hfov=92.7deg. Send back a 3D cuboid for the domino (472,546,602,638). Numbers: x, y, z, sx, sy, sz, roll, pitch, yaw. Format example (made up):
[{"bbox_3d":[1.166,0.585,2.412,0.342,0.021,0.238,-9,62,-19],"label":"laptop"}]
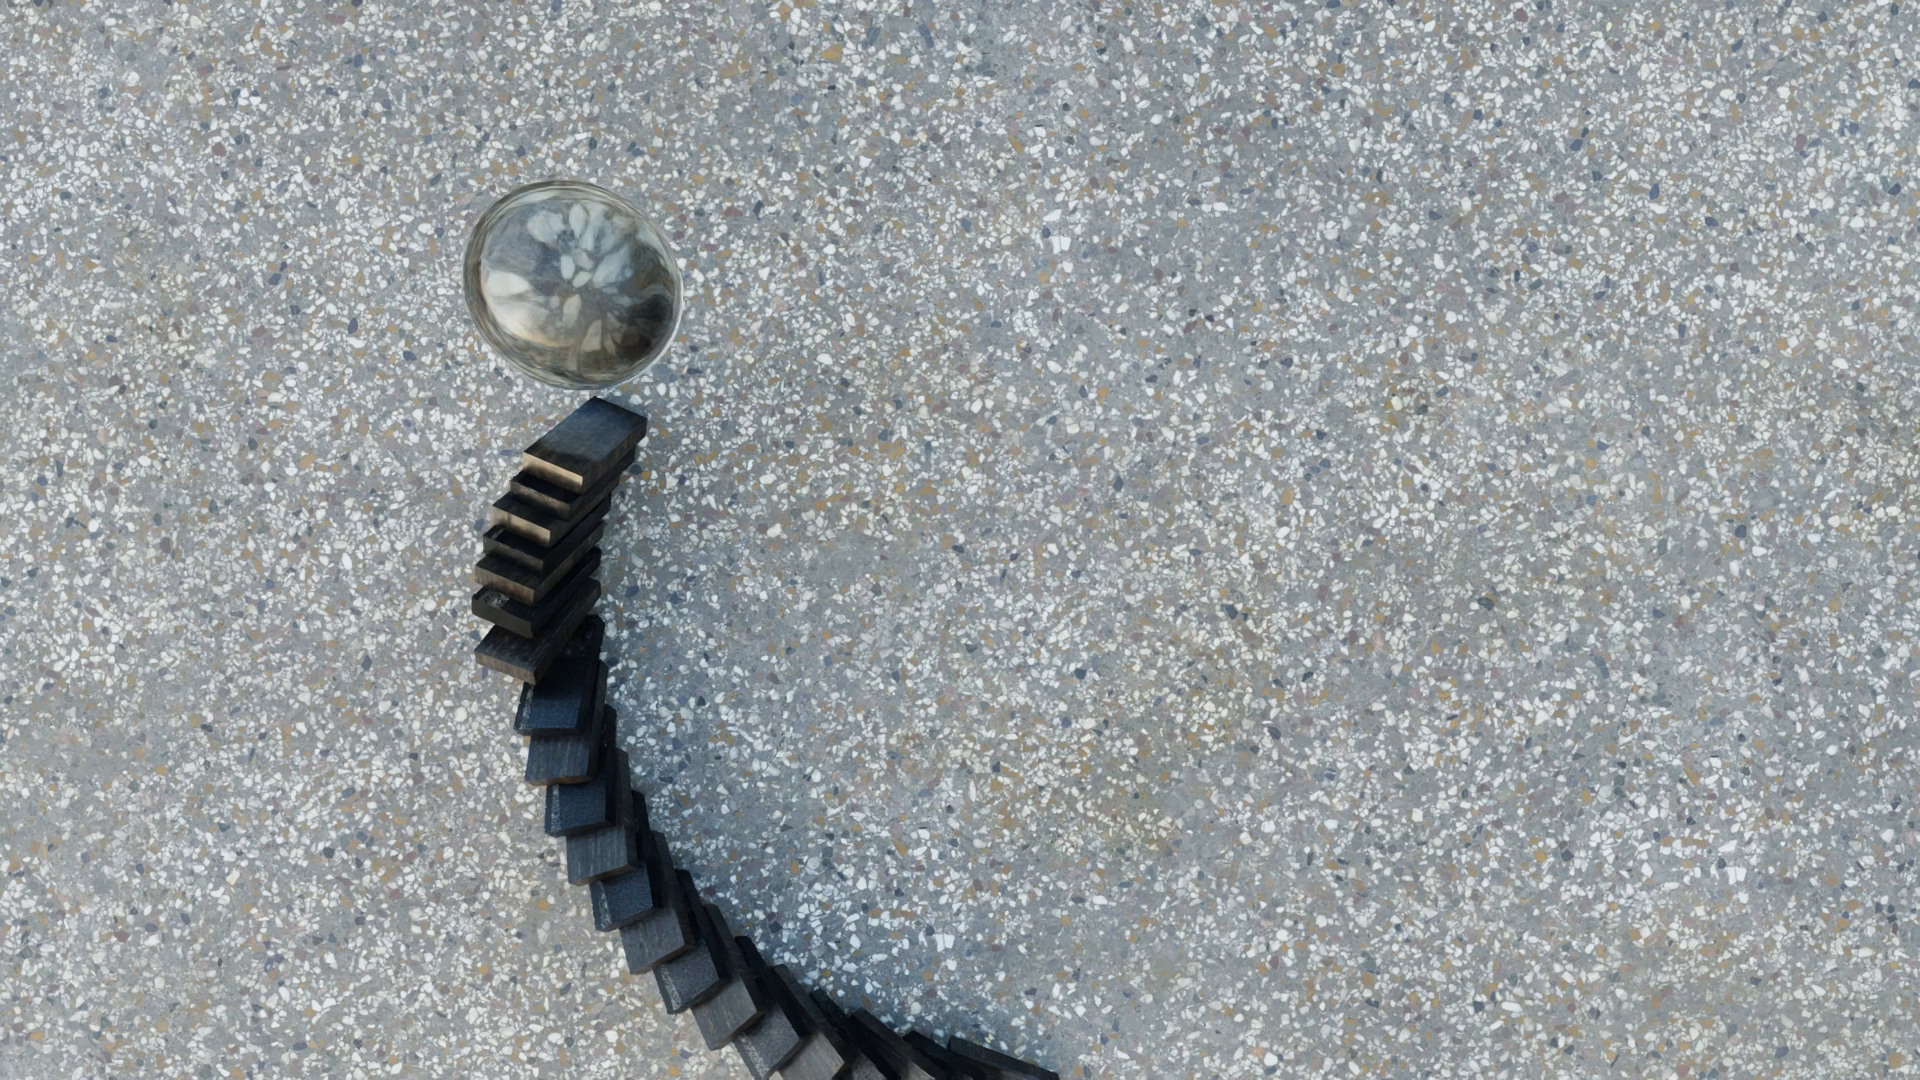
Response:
[{"bbox_3d":[-0.173,0.017,0.377,0.025,0.050,0.009,23,127,0],"label":"domino"}]

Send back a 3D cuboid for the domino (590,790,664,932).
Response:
[{"bbox_3d":[-0.142,0.134,0.384,0.025,0.009,0.050,-23,61,0],"label":"domino"}]

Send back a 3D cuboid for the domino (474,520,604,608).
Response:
[{"bbox_3d":[-0.172,0.004,0.377,0.025,0.050,0.009,23,127,0],"label":"domino"}]

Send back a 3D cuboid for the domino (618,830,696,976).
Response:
[{"bbox_3d":[-0.131,0.151,0.384,0.025,0.010,0.050,-29,61,0],"label":"domino"}]

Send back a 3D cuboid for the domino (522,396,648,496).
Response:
[{"bbox_3d":[-0.153,-0.040,0.377,0.025,0.050,0.009,23,127,0],"label":"domino"}]

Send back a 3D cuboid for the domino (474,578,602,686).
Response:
[{"bbox_3d":[-0.174,0.034,0.379,0.025,0.009,0.050,20,47,0],"label":"domino"}]

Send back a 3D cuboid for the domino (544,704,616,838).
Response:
[{"bbox_3d":[-0.158,0.096,0.384,0.025,0.009,0.050,-12,61,0],"label":"domino"}]

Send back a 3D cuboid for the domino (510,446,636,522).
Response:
[{"bbox_3d":[-0.158,-0.029,0.377,0.025,0.050,0.009,23,127,0],"label":"domino"}]

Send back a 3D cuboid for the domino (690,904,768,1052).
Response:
[{"bbox_3d":[-0.103,0.182,0.384,0.025,0.009,0.050,-40,61,0],"label":"domino"}]

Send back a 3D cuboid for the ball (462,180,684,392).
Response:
[{"bbox_3d":[-0.150,-0.099,0.360,0.080,0.080,0.080,0,90,0],"label":"ball"}]

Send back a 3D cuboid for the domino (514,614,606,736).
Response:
[{"bbox_3d":[-0.167,0.056,0.383,0.025,0.009,0.050,-1,60,0],"label":"domino"}]

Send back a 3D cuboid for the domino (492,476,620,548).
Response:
[{"bbox_3d":[-0.165,-0.019,0.377,0.025,0.050,0.009,24,127,1],"label":"domino"}]

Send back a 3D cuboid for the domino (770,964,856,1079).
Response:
[{"bbox_3d":[-0.069,0.207,0.384,0.050,0.010,0.025,39,90,29],"label":"domino"}]

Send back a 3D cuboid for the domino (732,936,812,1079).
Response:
[{"bbox_3d":[-0.087,0.195,0.384,0.025,0.010,0.050,-46,61,0],"label":"domino"}]

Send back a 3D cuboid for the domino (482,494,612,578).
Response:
[{"bbox_3d":[-0.169,-0.007,0.377,0.025,0.050,0.009,23,127,0],"label":"domino"}]

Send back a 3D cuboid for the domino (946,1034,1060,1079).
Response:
[{"bbox_3d":[0.015,0.236,0.395,0.050,0.009,0.025,20,90,0],"label":"domino"}]

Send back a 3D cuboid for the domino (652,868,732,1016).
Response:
[{"bbox_3d":[-0.118,0.167,0.384,0.025,0.010,0.050,-35,61,0],"label":"domino"}]

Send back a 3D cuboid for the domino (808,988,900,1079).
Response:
[{"bbox_3d":[-0.051,0.217,0.384,0.050,0.010,0.025,34,90,29],"label":"domino"}]

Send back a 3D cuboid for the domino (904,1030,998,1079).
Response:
[{"bbox_3d":[-0.004,0.231,0.383,0.050,0.010,0.025,17,89,26],"label":"domino"}]

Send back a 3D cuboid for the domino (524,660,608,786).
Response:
[{"bbox_3d":[-0.164,0.076,0.384,0.025,0.010,0.050,-5,60,0],"label":"domino"}]

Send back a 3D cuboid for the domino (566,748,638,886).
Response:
[{"bbox_3d":[-0.151,0.115,0.384,0.025,0.009,0.050,-17,61,0],"label":"domino"}]

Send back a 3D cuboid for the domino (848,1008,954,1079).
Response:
[{"bbox_3d":[-0.030,0.224,0.385,0.050,0.009,0.025,25,90,26],"label":"domino"}]
